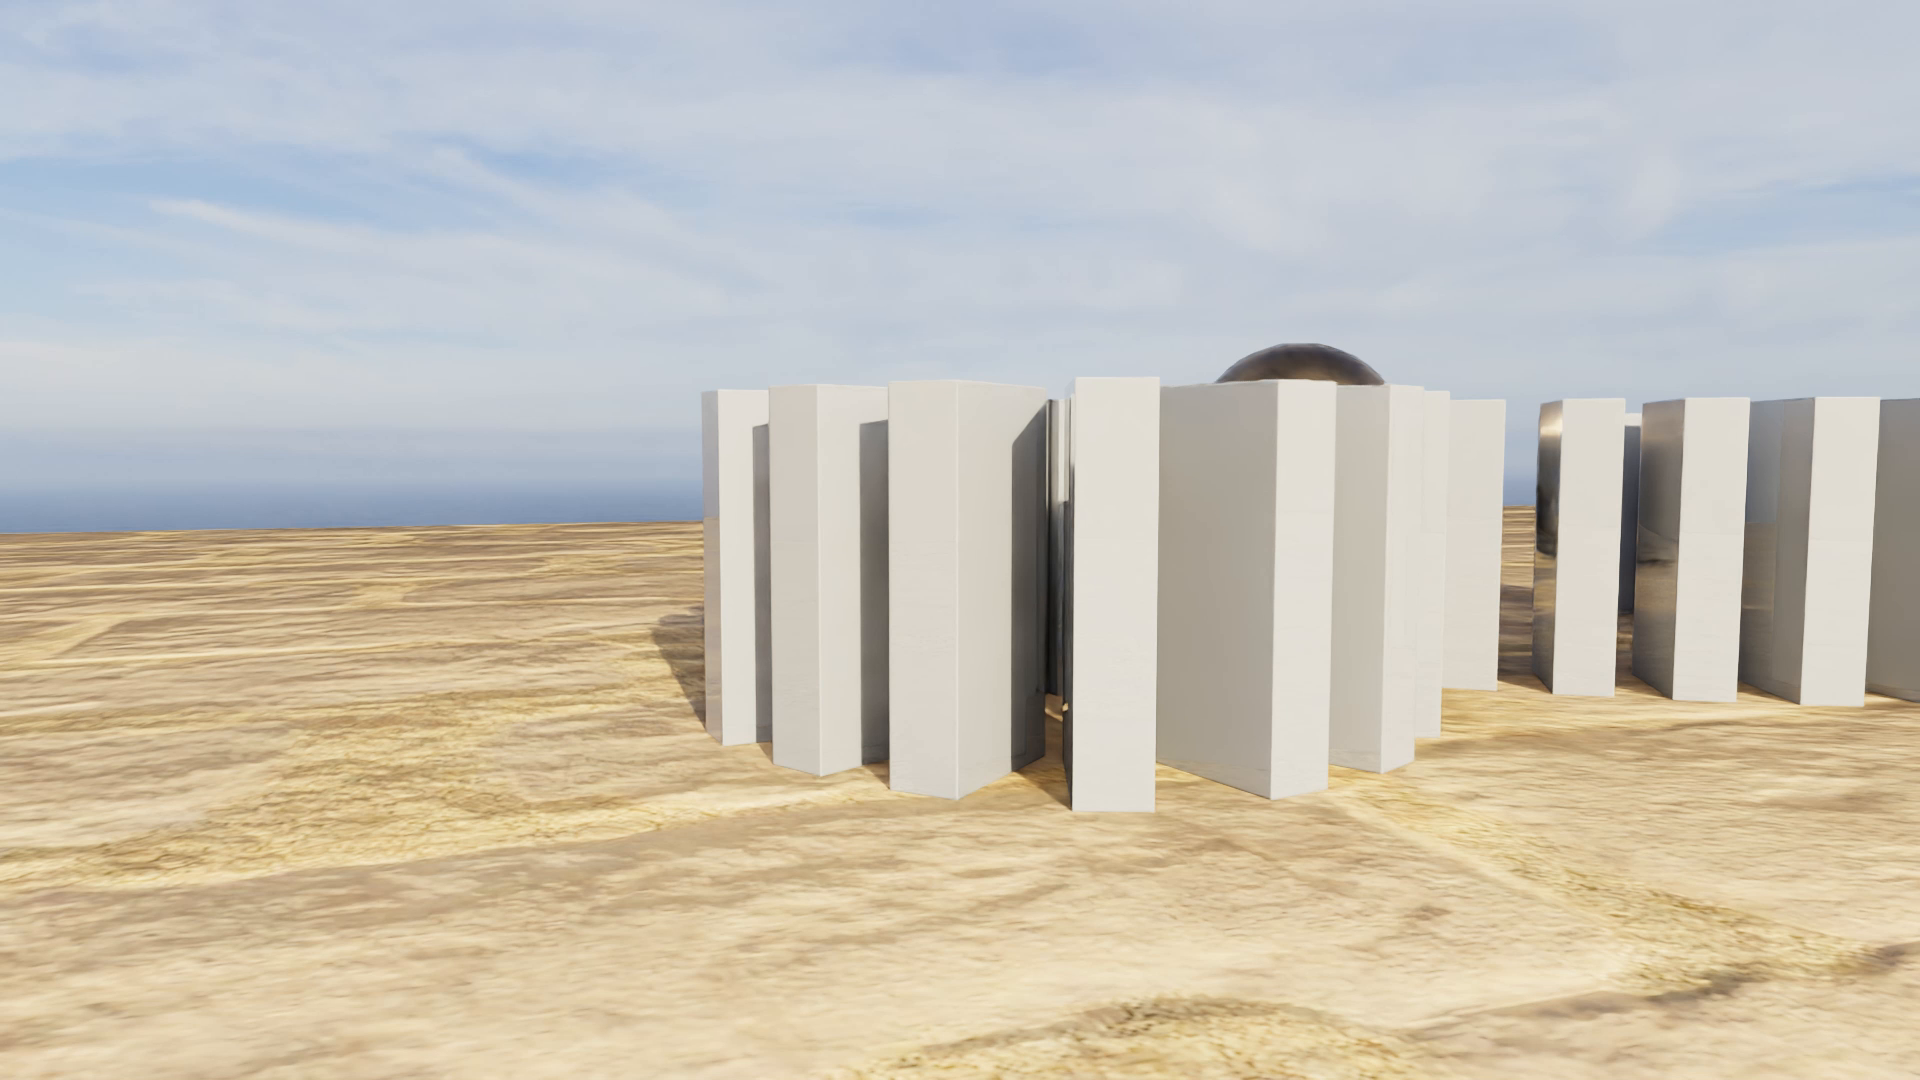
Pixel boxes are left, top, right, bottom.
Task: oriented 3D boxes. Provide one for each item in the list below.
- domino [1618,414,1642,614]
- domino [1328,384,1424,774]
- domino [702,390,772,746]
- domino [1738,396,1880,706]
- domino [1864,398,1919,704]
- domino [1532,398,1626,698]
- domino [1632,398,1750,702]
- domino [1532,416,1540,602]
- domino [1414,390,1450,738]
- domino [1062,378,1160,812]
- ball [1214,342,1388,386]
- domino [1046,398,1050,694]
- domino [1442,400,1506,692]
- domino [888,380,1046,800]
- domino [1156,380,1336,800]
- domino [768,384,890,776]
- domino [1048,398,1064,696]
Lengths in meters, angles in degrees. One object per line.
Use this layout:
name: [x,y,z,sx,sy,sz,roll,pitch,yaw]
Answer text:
domino: [0.173,-0.007,0.325,0.025,0.050,0.010,-1,4,-17]
domino: [0.049,0.004,0.176,0.025,0.050,0.009,4,6,44]
domino: [-0.024,0.003,0.188,0.025,0.050,0.009,-2,5,-25]
domino: [0.143,0.001,0.219,0.009,0.050,0.025,1,4,8]
domino: [0.161,0.001,0.218,0.010,0.050,0.025,0,4,-6]
domino: [0.109,0.001,0.227,0.009,0.050,0.025,1,4,16]
domino: [0.126,0.001,0.222,0.009,0.050,0.025,1,4,14]
domino: [0.167,-0.008,0.342,0.025,0.050,0.010,-1,4,-17]
domino: [0.058,0.003,0.190,0.025,0.050,0.010,1,4,10]
domino: [0.018,0.006,0.159,0.009,0.050,0.025,0,4,2]
ball: [0.126,-0.033,0.479,0.080,0.080,0.080,0,4,0]
domino: [0.002,0.001,0.217,0.025,0.050,0.009,2,5,21]
domino: [0.092,0.000,0.232,0.009,0.050,0.025,1,5,19]
domino: [0.001,0.005,0.165,0.009,0.050,0.025,2,5,28]
domino: [0.035,0.005,0.165,0.009,0.050,0.025,-3,5,-31]
domino: [-0.013,0.004,0.175,0.010,0.050,0.025,4,6,42]
domino: [0.015,0.000,0.228,0.010,0.050,0.025,-2,5,-27]
